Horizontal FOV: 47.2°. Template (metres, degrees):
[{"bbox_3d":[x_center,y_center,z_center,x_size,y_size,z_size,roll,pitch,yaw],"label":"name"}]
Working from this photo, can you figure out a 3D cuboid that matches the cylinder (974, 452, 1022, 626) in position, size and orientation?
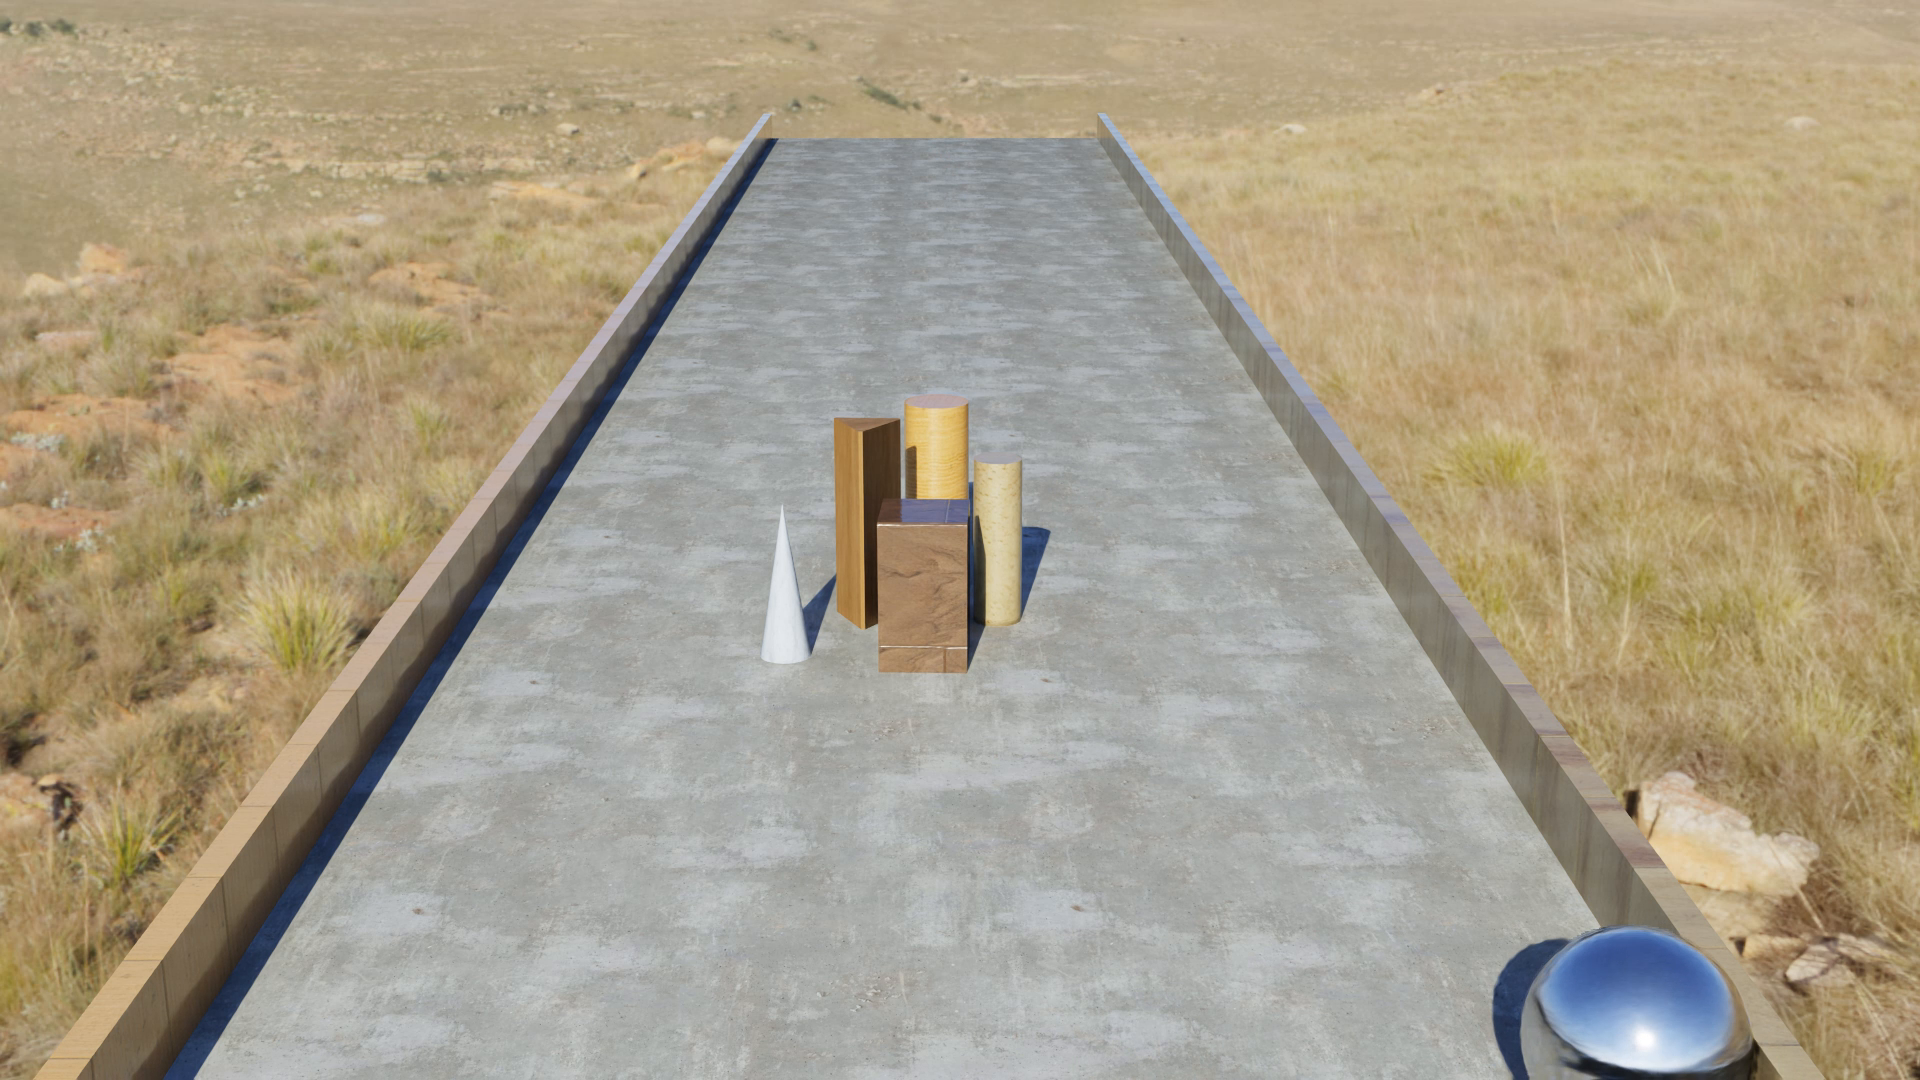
[{"bbox_3d":[0.079,-0.001,4.613,0.101,0.352,0.101,0,17,0],"label":"cylinder"}]

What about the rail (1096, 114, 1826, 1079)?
[{"bbox_3d":[0.932,-0.844,7.801,0.050,0.150,12.000,0,17,-1],"label":"rail"}]

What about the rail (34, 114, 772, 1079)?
[{"bbox_3d":[-1.118,-0.838,7.780,0.050,0.150,12.000,0,17,-1],"label":"rail"}]

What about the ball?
[{"bbox_3d":[0.827,0.611,2.692,0.273,0.273,0.273,0,17,0],"label":"ball"}]

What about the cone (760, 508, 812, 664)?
[{"bbox_3d":[-0.352,0.081,4.401,0.103,0.316,0.103,0,17,0],"label":"cone"}]

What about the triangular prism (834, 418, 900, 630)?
[{"bbox_3d":[-0.213,-0.042,4.623,0.119,0.426,0.137,11,20,33],"label":"triangular prism"}]

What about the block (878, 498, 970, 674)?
[{"bbox_3d":[-0.070,0.090,4.384,0.175,0.308,0.175,1,17,2],"label":"block"}]

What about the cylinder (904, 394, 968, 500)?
[{"bbox_3d":[-0.052,-0.113,4.901,0.142,0.402,0.142,0,17,0],"label":"cylinder"}]
